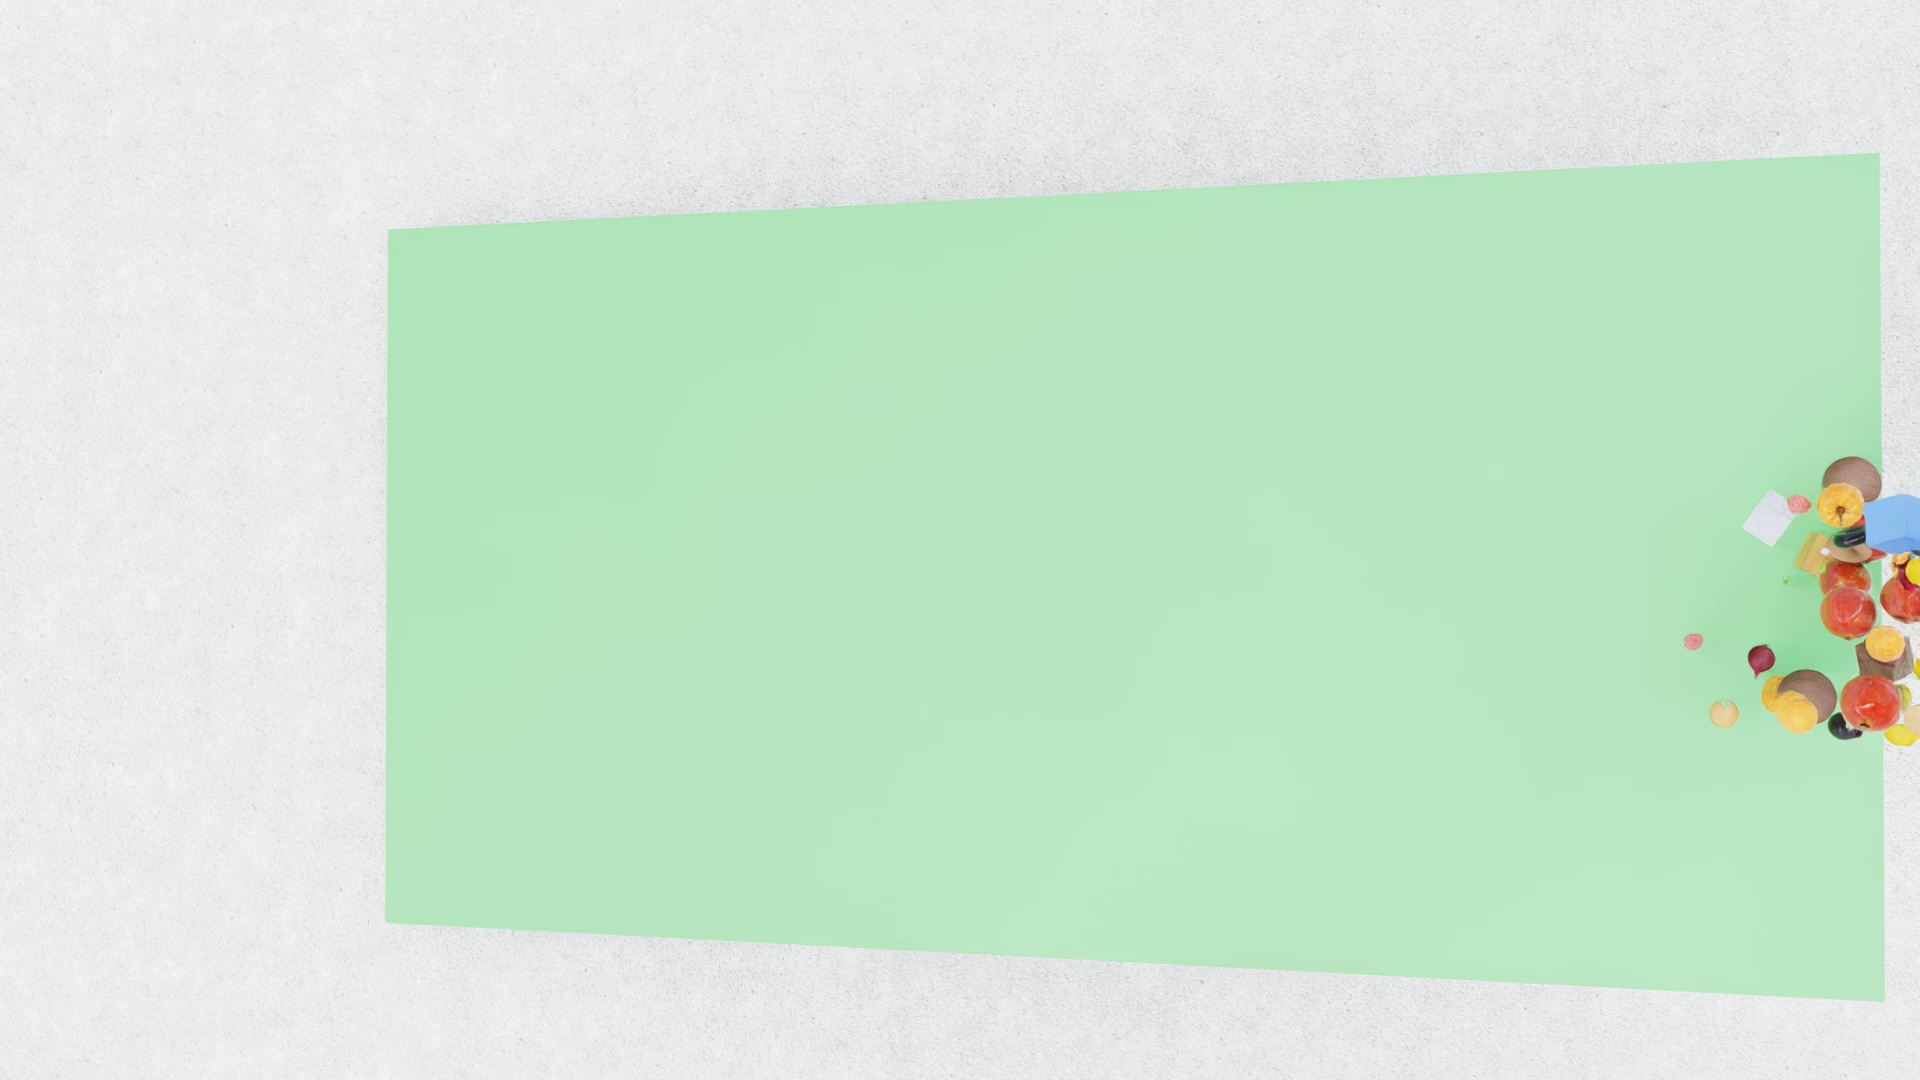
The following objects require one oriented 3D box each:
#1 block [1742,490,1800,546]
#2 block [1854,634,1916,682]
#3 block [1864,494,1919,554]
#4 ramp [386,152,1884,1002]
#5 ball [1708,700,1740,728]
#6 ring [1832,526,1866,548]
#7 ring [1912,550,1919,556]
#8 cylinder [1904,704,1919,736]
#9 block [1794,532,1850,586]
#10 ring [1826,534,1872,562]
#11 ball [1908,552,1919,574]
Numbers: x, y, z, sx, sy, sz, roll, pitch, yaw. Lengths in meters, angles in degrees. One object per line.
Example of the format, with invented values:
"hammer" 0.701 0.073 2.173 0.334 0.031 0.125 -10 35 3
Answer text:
"block" 1.786 -0.049 4.841 0.077 0.077 0.077 37 130 17
"block" 2.009 0.257 4.775 0.080 0.080 0.080 -19 100 -31
"block" 1.749 -0.029 4.094 0.084 0.084 0.084 13 71 -29
"ramp" 0.273 0.094 5.808 4.000 0.100 2.000 0 89 17
"ball" 1.758 0.400 5.060 0.067 0.067 0.067 0 89 0
"ring" 1.964 -0.007 4.822 0.098 0.098 0.033 -17 92 0
"ring" 1.851 -0.028 4.160 0.137 0.137 0.046 -40 48 -1
"cylinder" 1.717 0.317 3.908 0.053 0.053 0.053 -13 89 -36
"block" 2.031 0.043 5.165 0.092 0.092 0.092 26 97 8
"ring" 2.005 0.018 4.959 0.098 0.098 0.033 26 67 0
"ball" 1.930 0.039 4.391 0.067 0.067 0.067 0 89 0
